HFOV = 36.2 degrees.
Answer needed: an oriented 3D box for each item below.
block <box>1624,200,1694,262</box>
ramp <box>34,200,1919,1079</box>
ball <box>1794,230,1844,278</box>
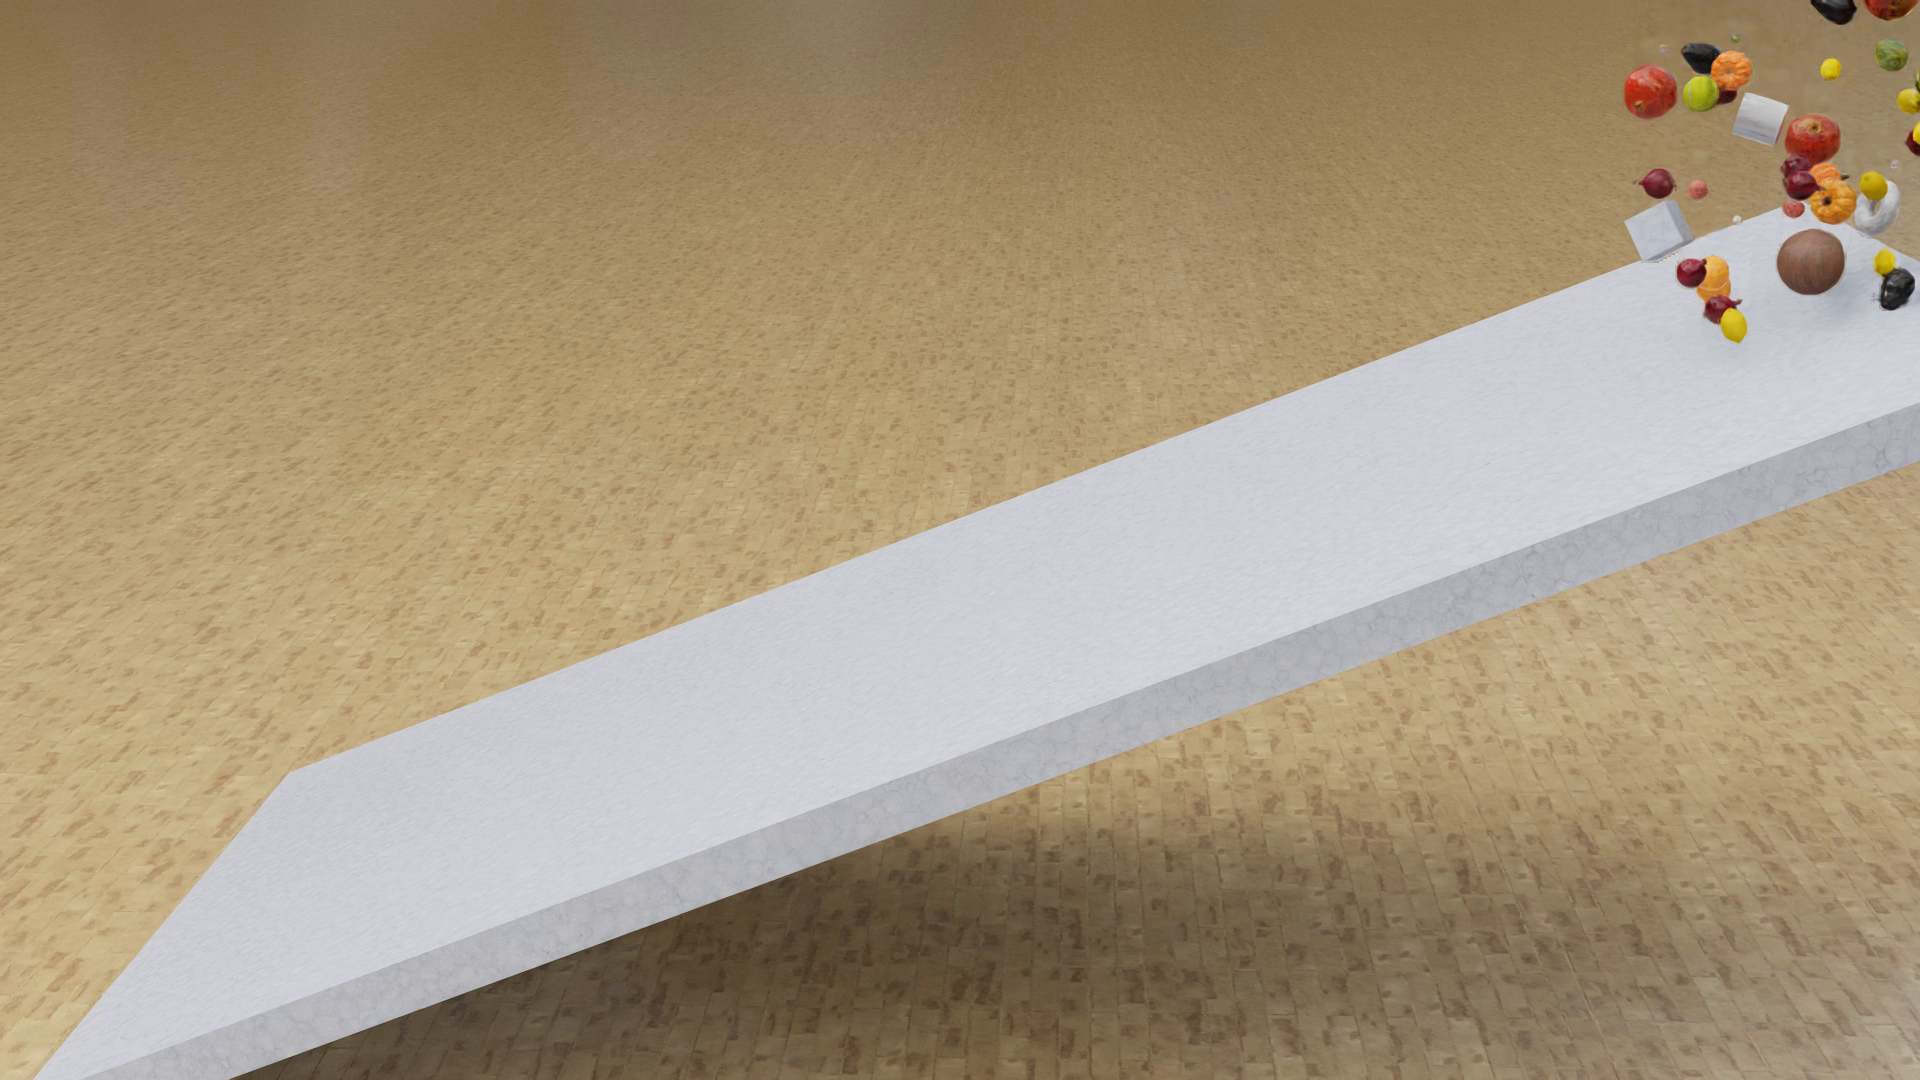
[{"bbox_3d":[1.461,-0.645,6.139,0.093,0.093,0.093,-27,-7,29],"label":"block"},{"bbox_3d":[0.123,0.174,6.291,4.000,0.100,2.000,-21,12,7],"label":"ramp"},{"bbox_3d":[1.753,-0.585,6.005,0.097,0.097,0.097,0,14,0],"label":"ball"}]
